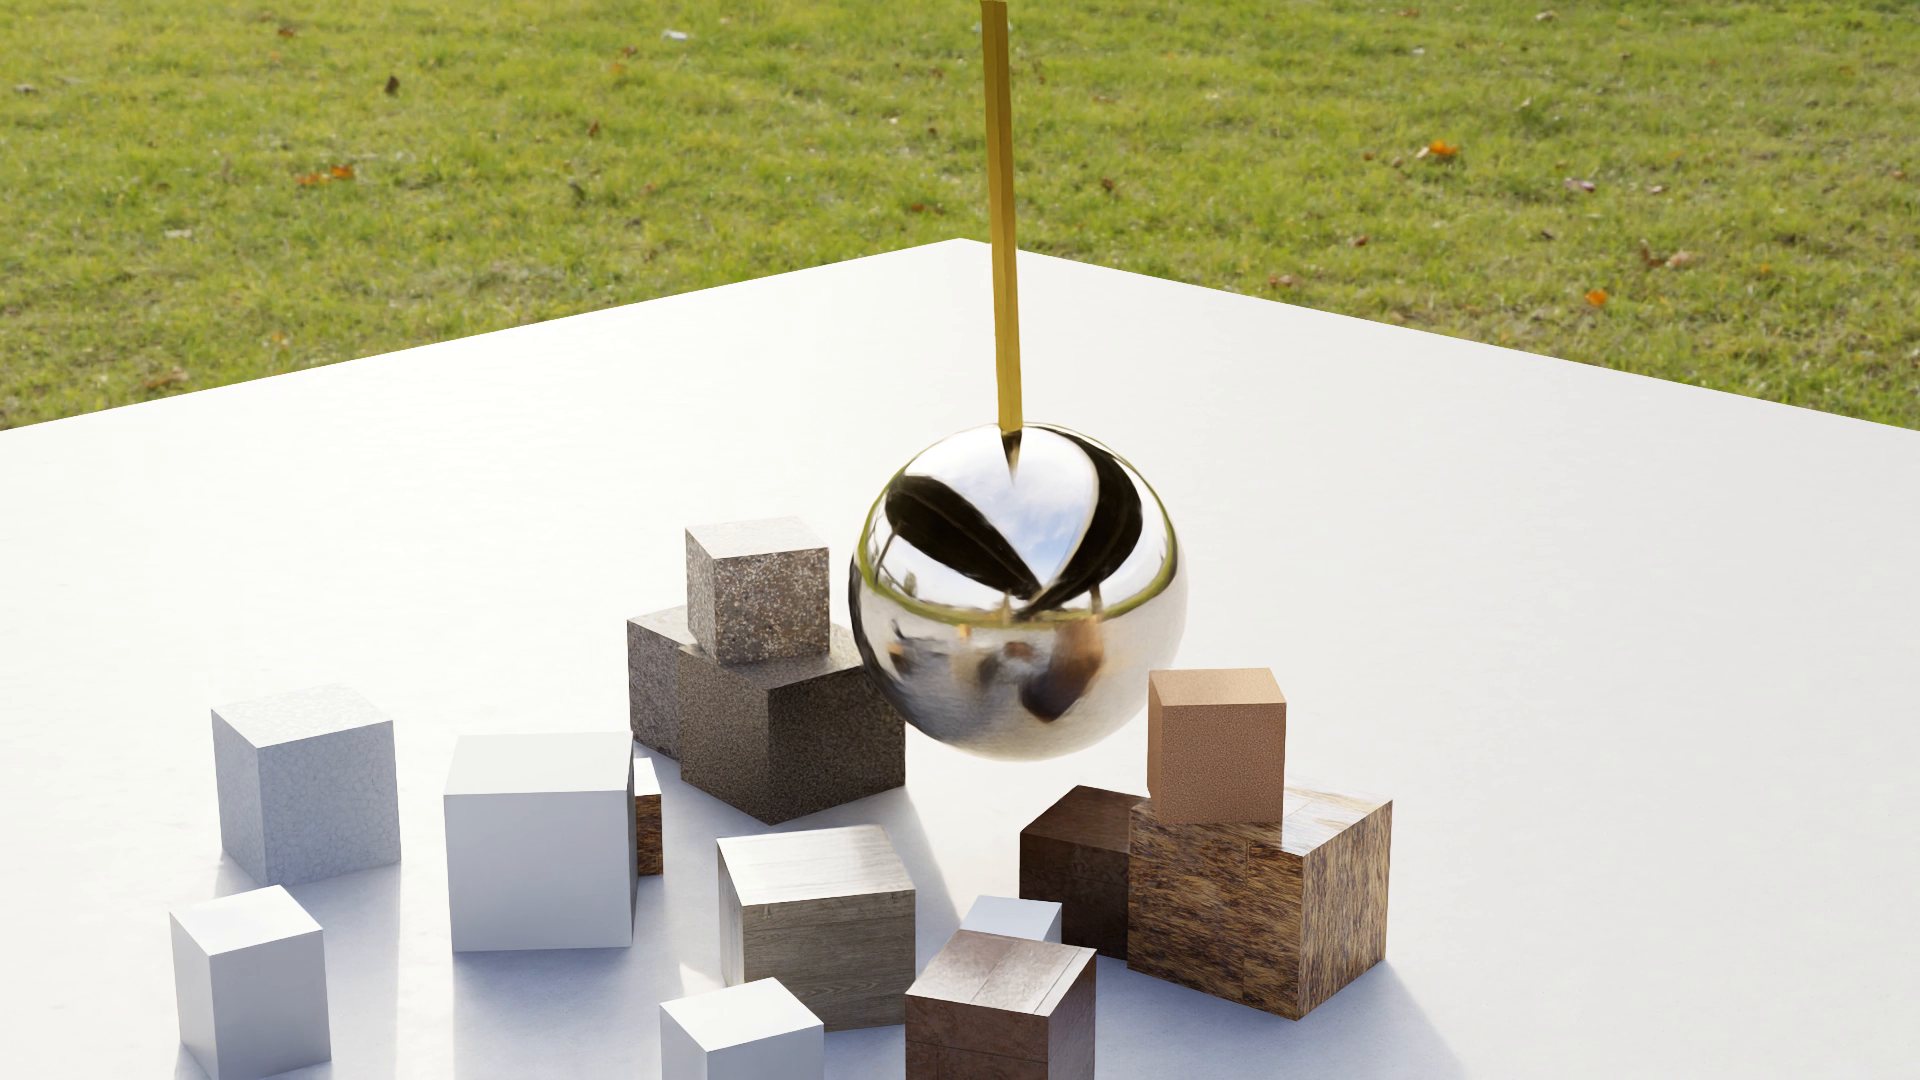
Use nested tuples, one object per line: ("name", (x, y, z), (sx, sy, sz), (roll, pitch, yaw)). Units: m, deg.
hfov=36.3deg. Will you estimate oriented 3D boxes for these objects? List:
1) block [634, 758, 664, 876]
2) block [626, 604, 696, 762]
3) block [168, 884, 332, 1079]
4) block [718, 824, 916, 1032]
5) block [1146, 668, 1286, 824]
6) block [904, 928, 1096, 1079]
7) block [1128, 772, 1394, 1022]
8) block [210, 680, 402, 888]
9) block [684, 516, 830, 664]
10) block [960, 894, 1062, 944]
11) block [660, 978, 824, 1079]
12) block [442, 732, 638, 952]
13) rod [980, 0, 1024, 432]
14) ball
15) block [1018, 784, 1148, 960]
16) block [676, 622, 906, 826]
("block", (-1.624, 1.293, 13.561), (0.445, 0.401, 0.443), (-4, 18, -12))
("block", (-1.283, 0.727, 14.946), (0.565, 0.651, 0.610), (-14, 22, -38))
("block", (-2.838, 1.780, 11.723), (0.459, 0.575, 0.497), (-11, 20, -30))
("block", (-0.602, 1.621, 12.189), (0.706, 0.599, 0.684), (-4, 18, -12))
("block", (1.069, 0.859, 12.282), (0.514, 0.525, 0.426), (-1, 17, -4))
("block", (0.161, 1.924, 11.210), (0.563, 0.607, 0.604), (6, 18, 19))
("block", (1.273, 1.463, 12.463), (0.834, 0.736, 0.753), (13, 21, 35))
("block", (-3.028, 1.130, 13.585), (0.647, 0.698, 0.611), (-11, 21, -31))
("block", (-0.994, 0.240, 14.374), (0.575, 0.538, 0.546), (-6, 18, -19))
("block", (0.202, 1.750, 12.083), (0.354, 0.415, 0.398), (4, 18, 13))
("block", (-0.824, 2.017, 11.102), (0.475, 0.495, 0.446), (-9, 20, -27))
("block", (-1.834, 1.319, 12.925), (0.777, 0.733, 0.696), (-1, 17, -4))
("rod", (0.117, -2.951, 12.537), (0.080, 5.200, 0.080), (17, 28, 42))
("ball", (0.270, 0.240, 13.700), (1.600, 1.600, 1.600), (0, 17, 0))
("block", (0.642, 1.456, 12.878), (0.558, 0.501, 0.607), (9, 19, 25))
("block", (-0.827, 0.869, 14.423), (0.823, 0.693, 0.761), (-14, 22, -37))
